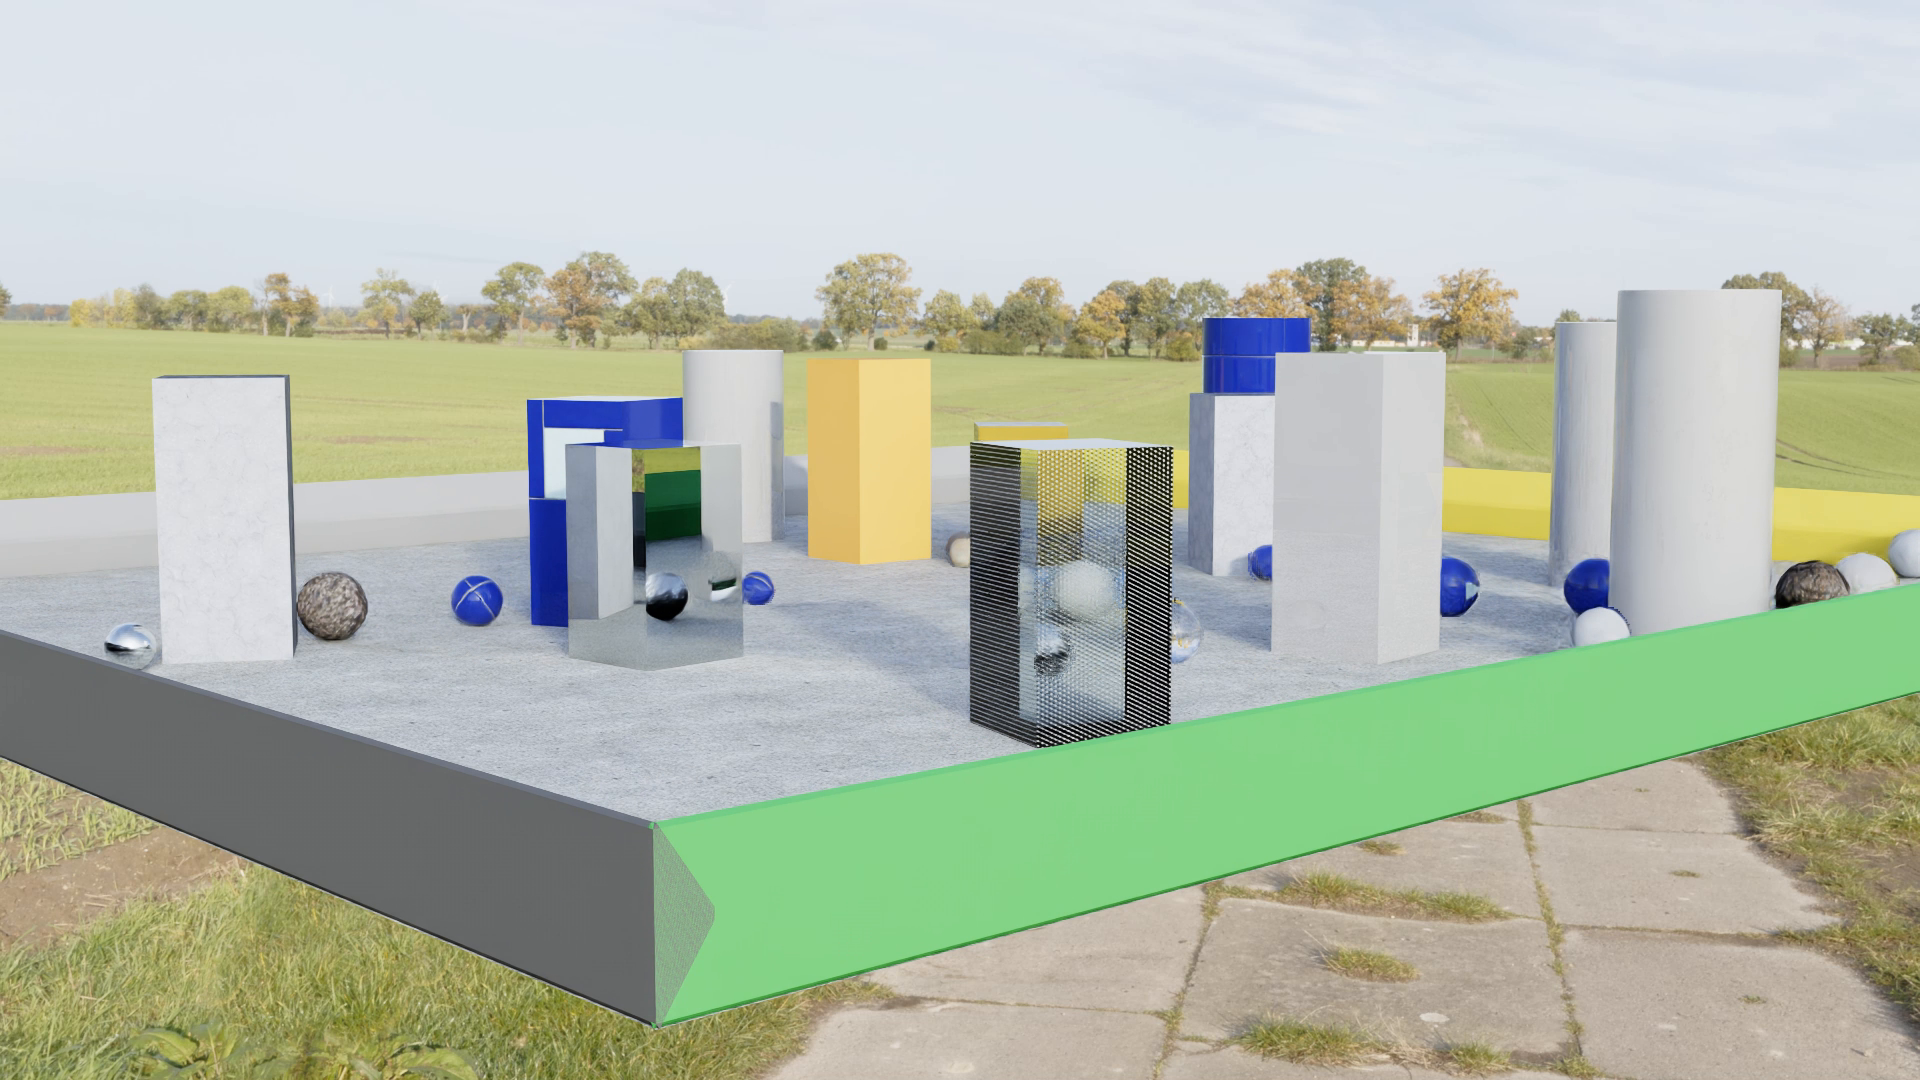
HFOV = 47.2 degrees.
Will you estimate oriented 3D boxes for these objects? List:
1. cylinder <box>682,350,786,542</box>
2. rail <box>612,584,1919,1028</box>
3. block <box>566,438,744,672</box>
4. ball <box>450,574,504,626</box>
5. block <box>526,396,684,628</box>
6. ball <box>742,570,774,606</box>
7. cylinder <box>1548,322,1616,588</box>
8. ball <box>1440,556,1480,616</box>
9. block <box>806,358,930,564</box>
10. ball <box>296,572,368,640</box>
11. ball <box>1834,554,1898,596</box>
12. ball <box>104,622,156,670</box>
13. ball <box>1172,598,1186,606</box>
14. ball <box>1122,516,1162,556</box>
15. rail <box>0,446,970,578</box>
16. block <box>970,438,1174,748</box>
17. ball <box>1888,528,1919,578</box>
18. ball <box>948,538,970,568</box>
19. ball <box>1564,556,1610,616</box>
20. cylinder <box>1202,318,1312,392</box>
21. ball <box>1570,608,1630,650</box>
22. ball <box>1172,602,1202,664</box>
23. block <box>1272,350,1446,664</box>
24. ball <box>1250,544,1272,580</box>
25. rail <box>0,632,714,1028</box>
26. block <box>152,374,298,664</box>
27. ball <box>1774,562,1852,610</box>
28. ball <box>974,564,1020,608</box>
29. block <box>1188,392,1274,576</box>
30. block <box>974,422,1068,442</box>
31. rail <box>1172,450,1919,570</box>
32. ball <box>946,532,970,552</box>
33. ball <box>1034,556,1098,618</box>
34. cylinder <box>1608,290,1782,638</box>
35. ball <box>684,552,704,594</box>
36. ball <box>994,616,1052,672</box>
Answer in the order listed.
[{"bbox_3d":[-0.443,-0.187,4.308,0.198,0.366,0.198,0,6,0],"label":"cylinder"},{"bbox_3d":[0.886,0.133,2.377,2.968,0.128,0.045,-5,8,-42],"label":"rail"},{"bbox_3d":[-0.391,0.014,2.818,0.158,0.275,0.158,5,8,42],"label":"block"},{"bbox_3d":[-0.684,0.085,3.113,0.073,0.073,0.073,0,6,0],"label":"ball"},{"bbox_3d":[-0.505,-0.043,3.150,0.158,0.320,0.158,3,7,24],"label":"block"},{"bbox_3d":[-0.308,0.073,3.335,0.052,0.052,0.052,0,6,0],"label":"ball"},{"bbox_3d":[1.058,-0.138,3.552,0.198,0.425,0.198,0,6,0],"label":"cylinder"},{"bbox_3d":[0.713,0.068,3.209,0.088,0.088,0.088,0,6,0],"label":"ball"},{"bbox_3d":[-0.164,-0.146,3.958,0.158,0.358,0.158,-5,8,-39],"label":"block"},{"bbox_3d":[-0.849,0.090,2.976,0.093,0.093,0.093,0,6,0],"label":"ball"},{"bbox_3d":[1.306,0.067,3.185,0.095,0.095,0.095,0,6,0],"label":"ball"},{"bbox_3d":[-1.026,0.133,2.718,0.061,0.061,0.061,0,6,0],"label":"ball"},{"bbox_3d":[0.291,0.106,3.015,0.052,0.052,0.052,0,6,0],"label":"ball"},{"bbox_3d":[0.334,-0.009,4.015,0.073,0.073,0.073,0,6,0],"label":"ball"},{"bbox_3d":[-0.886,-0.066,4.287,2.968,0.128,0.045,-5,8,-42],"label":"rail"},{"bbox_3d":[0.116,0.050,2.333,0.158,0.304,0.158,-3,7,-25],"label":"block"},{"bbox_3d":[1.594,0.022,3.673,0.082,0.082,0.082,0,6,0],"label":"ball"},{"bbox_3d":[0.007,0.022,3.817,0.053,0.053,0.053,0,6,0],"label":"ball"},{"bbox_3d":[0.918,0.070,3.172,0.091,0.091,0.091,0,6,0],"label":"ball"},{"bbox_3d":[0.541,-0.191,4.031,0.198,0.431,0.198,0,6,0],"label":"cylinder"},{"bbox_3d":[0.810,0.121,2.782,0.071,0.071,0.071,0,6,0],"label":"ball"},{"bbox_3d":[0.266,0.118,2.773,0.079,0.079,0.079,0,6,0],"label":"ball"},{"bbox_3d":[0.519,-0.048,2.865,0.158,0.390,0.158,5,8,41],"label":"block"},{"bbox_3d":[0.510,0.036,3.639,0.061,0.061,0.061,0,6,0],"label":"ball"},{"bbox_3d":[-1.073,0.136,2.347,0.045,0.128,2.660,-5,8,-42],"label":"rail"},{"bbox_3d":[-0.951,-0.032,2.856,0.158,0.360,0.158,-2,6,-14],"label":"block"},{"bbox_3d":[1.183,0.079,3.051,0.099,0.099,0.099,0,6,0],"label":"ball"},{"bbox_3d":[0.055,0.069,3.300,0.067,0.067,0.067,0,6,0],"label":"ball"},{"bbox_3d":[0.490,-0.099,3.775,0.158,0.302,0.158,-1,6,-10],"label":"block"},{"bbox_3d":[0.108,-0.088,3.966,0.158,0.241,0.158,0,6,-3],"label":"block"},{"bbox_3d":[1.073,-0.069,4.317,0.045,0.128,2.660,-5,8,-42],"label":"rail"},{"bbox_3d":[0.005,0.013,3.882,0.057,0.057,0.057,0,6,0],"label":"ball"},{"bbox_3d":[0.154,0.068,3.191,0.092,0.092,0.092,0,6,0],"label":"ball"},{"bbox_3d":[0.937,-0.083,2.813,0.198,0.470,0.198,0,6,0],"label":"cylinder"},{"bbox_3d":[-0.436,0.052,3.451,0.070,0.070,0.070,0,6,0],"label":"ball"},{"bbox_3d":[0.078,0.129,2.713,0.070,0.070,0.070,0,6,0],"label":"ball"}]
